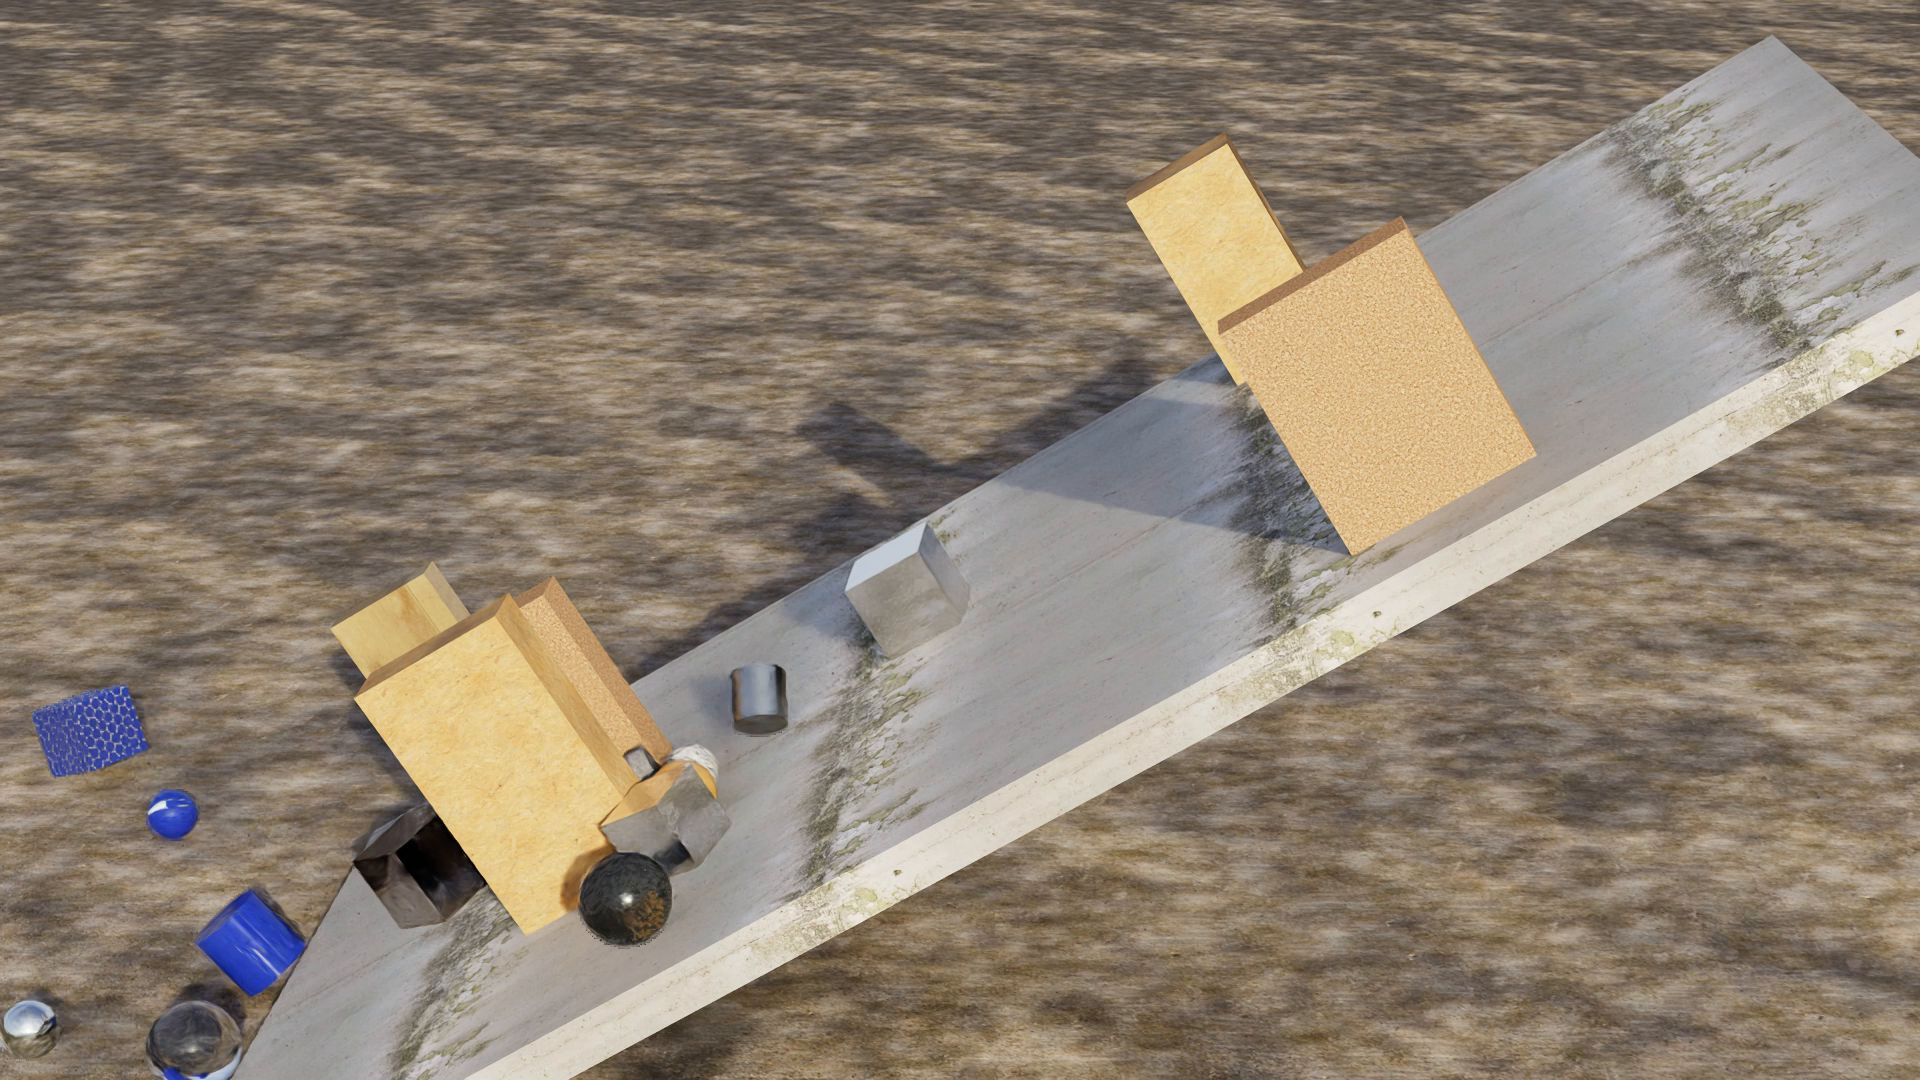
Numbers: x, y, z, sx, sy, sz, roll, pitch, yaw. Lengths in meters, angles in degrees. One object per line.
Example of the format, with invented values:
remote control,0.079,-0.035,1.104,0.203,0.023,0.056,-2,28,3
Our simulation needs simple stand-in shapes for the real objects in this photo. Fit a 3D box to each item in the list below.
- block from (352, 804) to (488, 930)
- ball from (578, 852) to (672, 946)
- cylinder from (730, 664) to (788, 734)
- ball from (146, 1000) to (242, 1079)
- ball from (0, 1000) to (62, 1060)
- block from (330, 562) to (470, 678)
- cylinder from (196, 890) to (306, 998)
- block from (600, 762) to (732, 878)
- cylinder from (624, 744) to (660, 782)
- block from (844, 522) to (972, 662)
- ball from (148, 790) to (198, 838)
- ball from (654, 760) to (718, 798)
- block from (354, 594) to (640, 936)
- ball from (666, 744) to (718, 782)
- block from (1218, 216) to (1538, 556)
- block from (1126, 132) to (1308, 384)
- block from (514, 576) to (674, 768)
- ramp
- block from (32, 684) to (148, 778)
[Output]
block,-1.208,0.737,6.677,0.199,0.199,0.199,-16,22,48
ball,-0.646,0.694,5.687,0.181,0.181,0.181,0,19,0
cylinder,-0.434,0.344,6.359,0.118,0.118,0.118,-4,-24,-2
ball,-1.678,1.111,6.444,0.205,0.205,0.205,0,19,0
ball,-2.117,1.115,6.697,0.135,0.135,0.135,0,19,0
block,-1.173,0.383,6.886,0.266,0.631,0.089,-29,15,13
cylinder,-1.681,0.955,6.968,0.180,0.180,0.180,-39,13,10
block,-0.597,0.581,5.994,0.158,0.158,0.158,-23,18,33
cylinder,-0.708,0.551,6.305,0.163,0.163,0.163,-33,24,-2
block,-0.113,0.112,6.431,0.187,0.187,0.187,-29,15,15
ball,-2.089,0.728,7.803,0.130,0.130,0.130,0,19,0
ball,-0.579,0.531,6.144,0.143,0.143,0.143,0,19,0
block,-0.918,0.469,6.099,0.353,0.623,0.134,-29,15,13
ball,-0.575,0.496,6.298,0.118,0.118,0.118,0,19,0
block,0.750,-0.274,5.297,0.377,0.483,0.100,-29,15,13
block,0.620,-0.642,6.714,0.261,0.498,0.141,-29,15,13
block,-0.875,0.389,6.430,0.304,0.538,0.121,-29,15,13
ramp,0.141,0.169,6.289,4.000,0.100,2.000,-29,15,13
block,-2.420,0.533,8.184,0.190,0.190,0.190,-11,9,39
